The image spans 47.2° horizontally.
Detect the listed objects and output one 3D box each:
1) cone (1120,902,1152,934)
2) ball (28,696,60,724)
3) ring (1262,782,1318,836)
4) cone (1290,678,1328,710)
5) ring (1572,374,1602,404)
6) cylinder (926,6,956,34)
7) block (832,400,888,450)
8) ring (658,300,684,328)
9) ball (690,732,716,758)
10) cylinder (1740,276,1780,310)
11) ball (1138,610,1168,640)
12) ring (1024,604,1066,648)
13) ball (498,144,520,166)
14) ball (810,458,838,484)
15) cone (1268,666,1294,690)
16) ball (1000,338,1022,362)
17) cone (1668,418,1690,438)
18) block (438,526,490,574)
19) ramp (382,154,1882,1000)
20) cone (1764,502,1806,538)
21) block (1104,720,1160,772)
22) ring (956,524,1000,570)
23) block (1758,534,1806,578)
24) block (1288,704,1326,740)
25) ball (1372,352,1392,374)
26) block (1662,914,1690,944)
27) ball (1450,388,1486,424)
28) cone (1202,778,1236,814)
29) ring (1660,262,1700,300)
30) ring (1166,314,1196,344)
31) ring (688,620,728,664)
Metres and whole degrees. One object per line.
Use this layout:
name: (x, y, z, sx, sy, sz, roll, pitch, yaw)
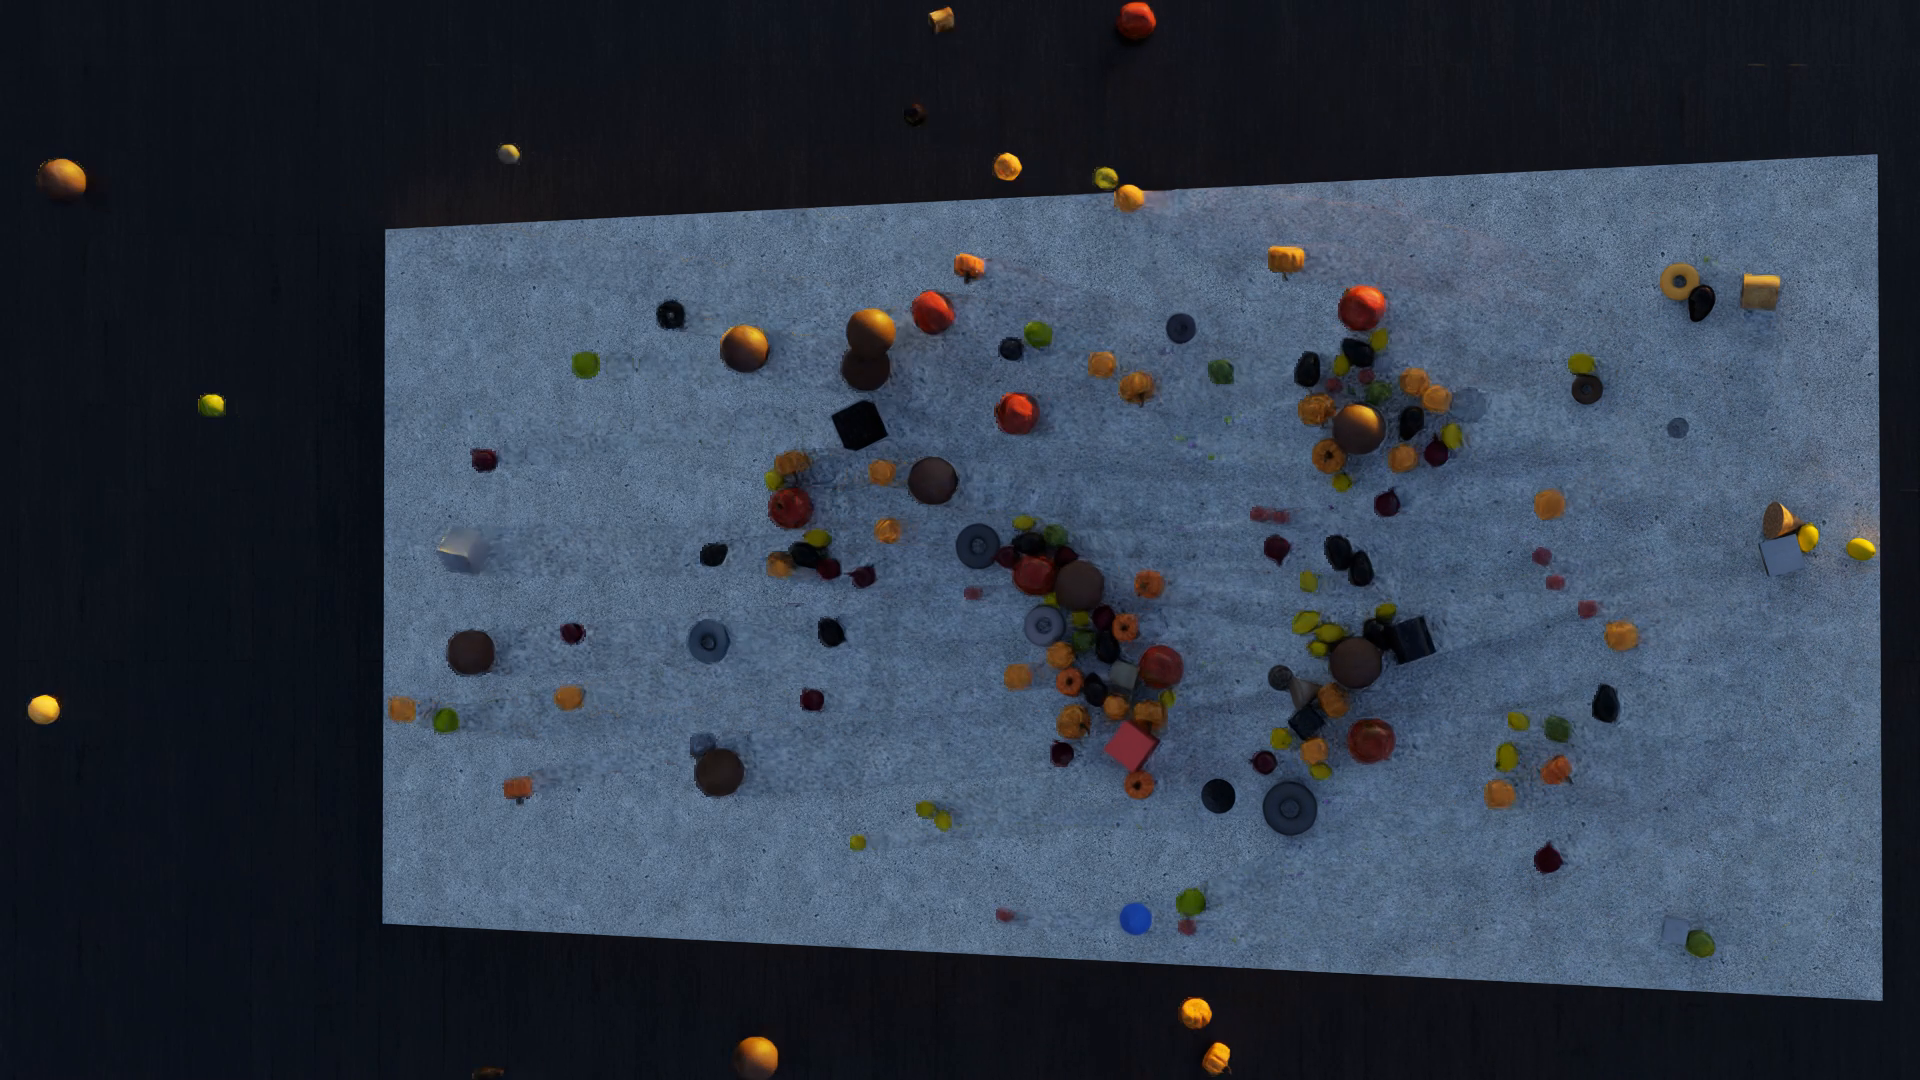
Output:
cone: (0.443, 0.980, 5.654, 0.083, 0.083, 0.083, 0, 89, 17)
ball: (-2.660, 0.494, 6.384, 0.086, 0.086, 0.086, 0, 89, 0)
ring: (0.834, 0.679, 5.562, 0.137, 0.046, 0.137, 0, 91, 17)
cone: (0.890, 0.381, 5.553, 0.087, 0.087, 0.087, -10, 89, -10)
ring: (1.534, -0.369, 5.380, 0.075, 0.025, 0.075, -1, 85, 18)
cylinder: (-0.053, -1.515, 6.415, 0.063, 0.063, 0.063, -28, 89, -21)
block: (-0.268, -0.305, 5.878, 0.097, 0.097, 0.097, -26, 82, 15)
ring: (-0.800, -0.623, 6.078, 0.079, 0.026, 0.079, 0, 89, 15)
ball: (-0.702, 0.561, 6.010, 0.067, 0.067, 0.067, 0, 89, 0)
cylinder: (1.907, -0.589, 5.244, 0.079, 0.079, 0.079, 6, 89, 17)
ball: (0.495, 0.218, 5.653, 0.075, 0.075, 0.075, 0, 89, 0)
ring: (0.222, 0.225, 5.756, 0.112, 0.037, 0.112, 0, 89, 18)
ball: (-1.318, -1.125, 6.419, 0.062, 0.062, 0.062, 0, 89, 0)
ball: (-0.368, -0.186, 5.918, 0.073, 0.073, 0.073, 0, 89, 0)
cone: (0.807, 0.350, 5.565, 0.065, 0.065, 0.065, 0, 89, 17)
ball: (0.135, -0.499, 5.780, 0.060, 0.060, 0.060, 0, 89, 0)
cone: (1.734, -0.272, 5.306, 0.050, 0.050, 0.050, 0, 89, 17)
block: (-1.385, 0.028, 6.150, 0.090, 0.090, 0.090, 12, 57, 18)
ramp: (0.271, 0.095, 5.814, 4.000, 0.100, 2.000, 0, 89, 17)
cone: (1.977, -0.042, 5.235, 0.089, 0.089, 0.089, 6, 89, -10)
block: (0.443, 0.528, 5.656, 0.094, 0.094, 0.094, 38, 99, 14)
ring: (0.048, 0.017, 5.809, 0.122, 0.041, 0.122, 0, 90, 18)
block: (1.950, 0.037, 5.220, 0.083, 0.083, 0.083, -17, 85, 16)
block: (0.874, 0.460, 5.544, 0.063, 0.063, 0.063, -41, 79, 12)
ball: (1.059, -0.443, 5.509, 0.050, 0.050, 0.050, 0, 89, 0)
block: (1.721, 0.937, 5.290, 0.055, 0.055, 0.055, 9, 92, 16)
ball: (1.255, -0.331, 5.431, 0.086, 0.086, 0.086, 0, 89, 0)
cone: (0.650, 0.656, 5.595, 0.089, 0.089, 0.089, 0, 89, 17)
ring: (1.741, -0.625, 5.319, 0.092, 0.031, 0.092, 1, 93, 16)
ring: (0.570, -0.546, 5.669, 0.078, 0.026, 0.078, 0, 90, 16)
ring: (-0.689, 0.281, 6.025, 0.118, 0.039, 0.118, 0, 88, 16)
